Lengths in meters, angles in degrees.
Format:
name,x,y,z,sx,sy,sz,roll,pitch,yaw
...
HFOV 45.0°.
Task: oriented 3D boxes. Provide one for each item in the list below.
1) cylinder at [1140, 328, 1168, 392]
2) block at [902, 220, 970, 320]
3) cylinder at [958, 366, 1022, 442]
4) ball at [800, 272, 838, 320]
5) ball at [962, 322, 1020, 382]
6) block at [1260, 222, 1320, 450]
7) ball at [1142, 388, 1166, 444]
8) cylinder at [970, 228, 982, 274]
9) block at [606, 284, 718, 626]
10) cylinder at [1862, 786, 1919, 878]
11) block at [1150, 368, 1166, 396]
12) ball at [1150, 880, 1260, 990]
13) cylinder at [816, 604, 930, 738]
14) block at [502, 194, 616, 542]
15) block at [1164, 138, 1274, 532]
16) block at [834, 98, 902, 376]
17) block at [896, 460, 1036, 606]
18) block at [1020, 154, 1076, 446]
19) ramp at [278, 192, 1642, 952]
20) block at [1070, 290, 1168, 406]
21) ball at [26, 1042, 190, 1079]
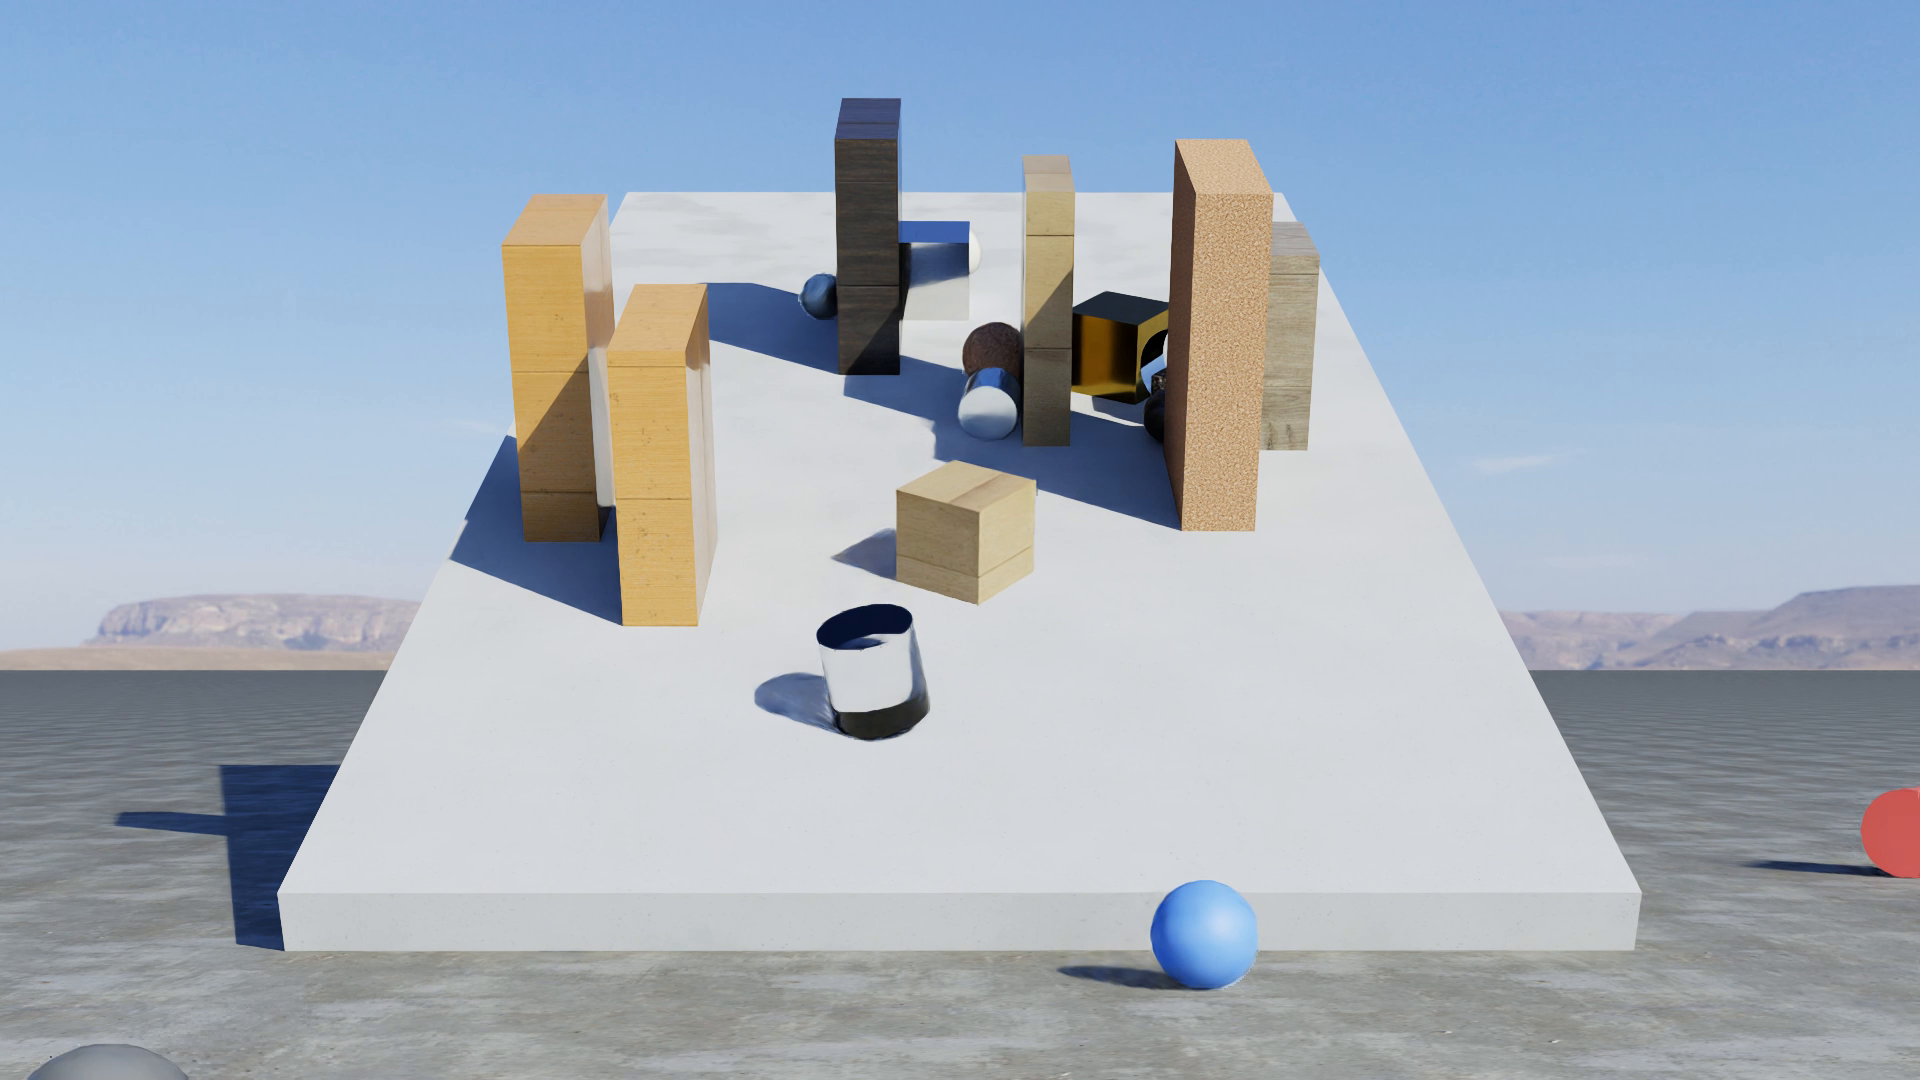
name,x,y,z,sx,sy,sz,roll,pitch,yaw
cylinder,0.548,-0.417,5.322,0.196,0.196,0.196,-2,18,36
block,-0.078,-0.694,5.952,0.205,0.205,0.205,0,23,1
cylinder,0.067,-0.302,5.136,0.129,0.129,0.129,-1,26,9
ball,-0.346,-0.621,5.893,0.117,0.117,0.117,0,-3,0
ball,0.083,-0.428,5.392,0.159,0.159,0.159,0,-3,0
block,0.690,-0.450,5.091,0.137,0.440,0.267,0,23,0
ball,0.462,-0.272,5.076,0.123,0.123,0.123,0,-3,0
cylinder,-0.048,-0.753,6.153,0.156,0.156,0.156,-2,19,34
block,-0.547,-0.163,4.305,0.136,0.529,0.398,0,23,0
cylinder,1.935,0.586,4.659,0.177,0.177,0.177,-3,-4,41
block,0.509,-0.317,5.183,0.121,0.121,0.121,14,27,30
ball,0.321,0.517,3.032,0.141,0.141,0.141,0,-3,0
cylinder,-0.143,0.217,3.851,0.164,0.164,0.164,-9,24,4
block,-0.788,-0.348,4.634,0.149,0.608,0.368,0,23,0
block,0.517,-0.422,4.705,0.147,0.692,0.440,0,23,0
block,-0.216,-0.738,5.592,0.145,0.570,0.425,0,23,0
block,0.011,-0.017,4.396,0.189,0.189,0.189,15,28,32
block,0.189,-0.531,5.110,0.102,0.571,0.319,0,23,0
ramp,-0.007,-0.226,5.250,2.000,0.100,4.000,0,23,0
block,0.374,-0.450,5.404,0.192,0.192,0.192,14,27,30
ball,-0.622,0.441,1.680,0.149,0.149,0.149,0,-3,0
